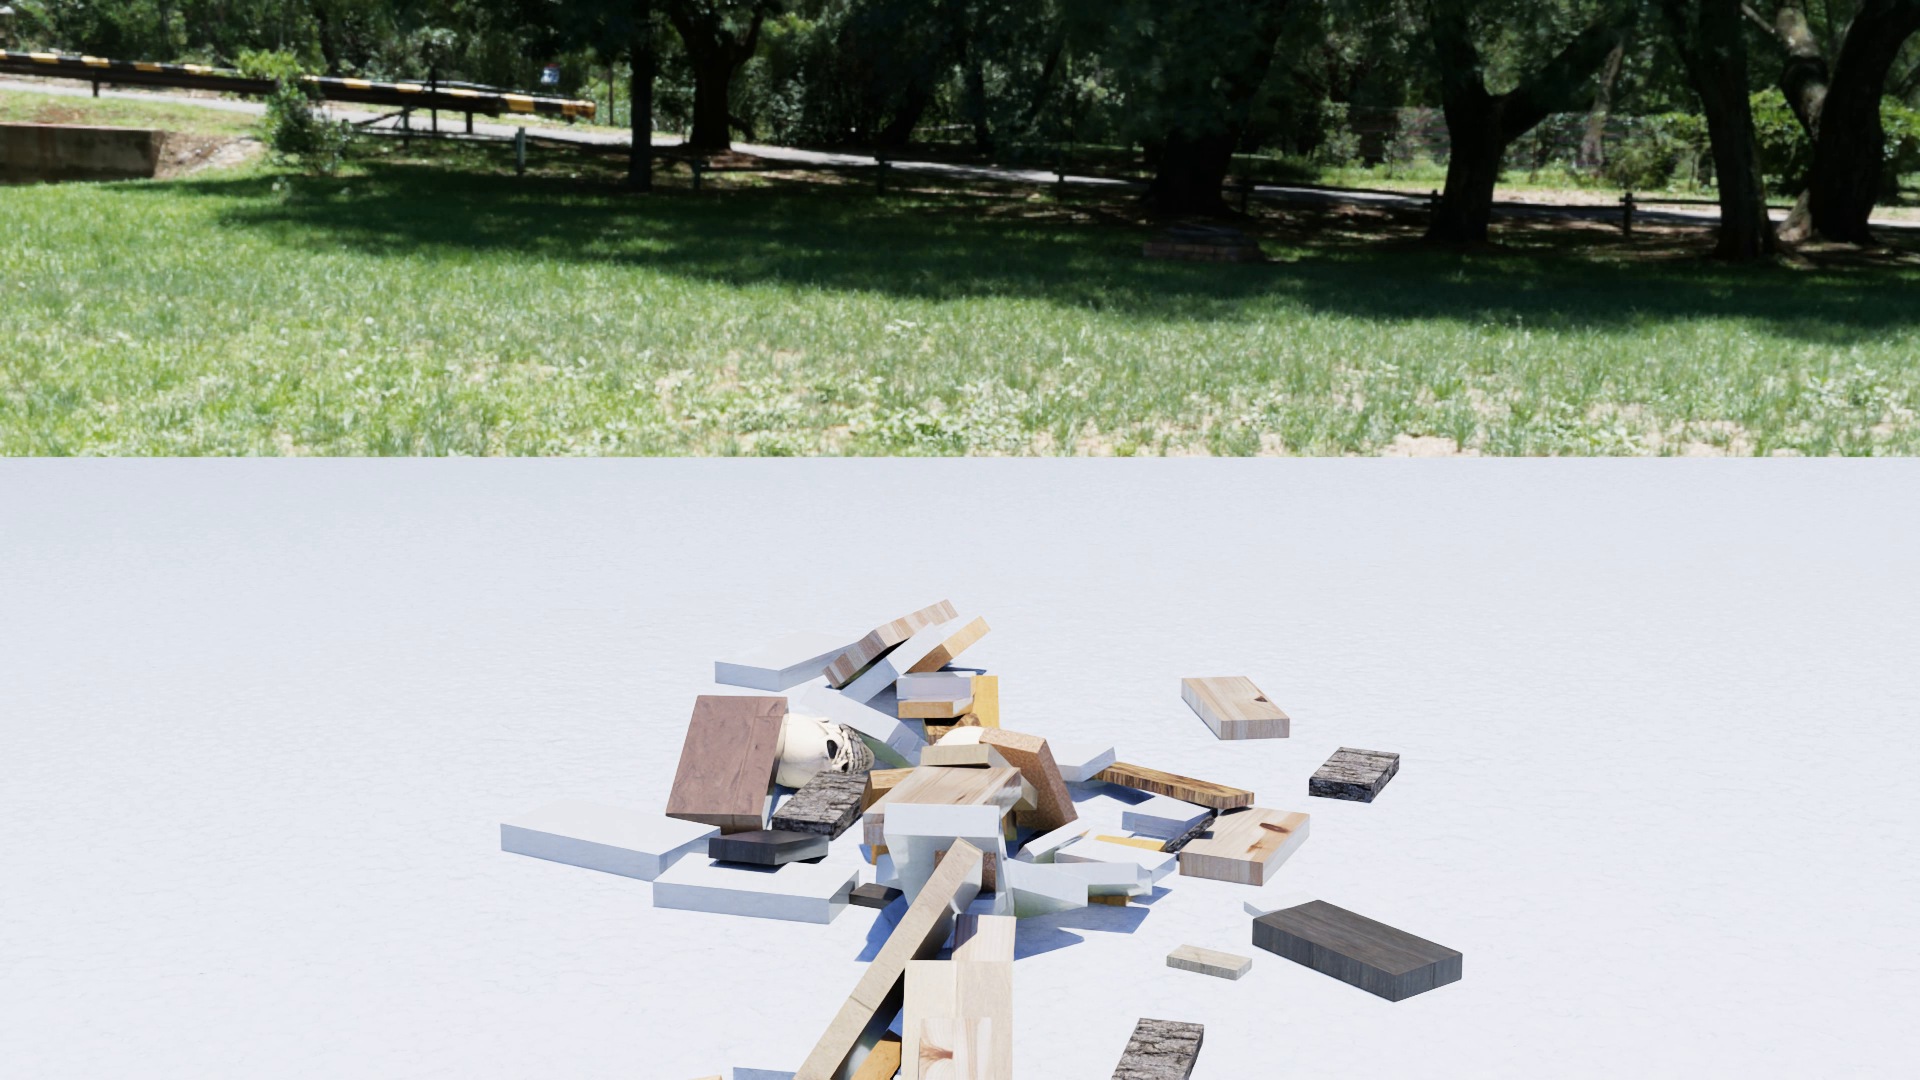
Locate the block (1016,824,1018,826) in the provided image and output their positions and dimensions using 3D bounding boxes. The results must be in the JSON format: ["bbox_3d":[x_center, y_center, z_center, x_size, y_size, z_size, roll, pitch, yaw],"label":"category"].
[{"bbox_3d":[0.098,0.511,4.054,0.098,0.014,0.049,-2,11,-13],"label":"block"}]

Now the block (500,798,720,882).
[{"bbox_3d":[-0.616,0.526,3.876,0.351,0.050,0.175,6,12,29],"label":"block"}]

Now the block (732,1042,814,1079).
[{"bbox_3d":[-0.214,0.710,2.960,0.166,0.023,0.083,2,11,11],"label":"block"}]

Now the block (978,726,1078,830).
[{"bbox_3d":[0.125,0.432,3.921,0.121,0.241,0.034,9,50,31],"label":"block"}]

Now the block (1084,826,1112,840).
[{"bbox_3d":[0.248,0.534,3.931,0.049,0.014,0.098,-1,11,-3],"label":"block"}]

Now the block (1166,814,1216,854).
[{"bbox_3d":[0.401,0.517,3.845,0.098,0.014,0.049,-37,-7,10],"label":"block"}]

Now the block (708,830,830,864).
[{"bbox_3d":[-0.325,0.525,3.767,0.121,0.034,0.241,3,-3,18],"label":"block"}]

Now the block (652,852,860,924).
[{"bbox_3d":[-0.336,0.574,3.635,0.305,0.043,0.153,3,11,16],"label":"block"}]

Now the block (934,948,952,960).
[{"bbox_3d":[0.002,0.565,2.912,0.078,0.022,0.191,0,-3,-3],"label":"block"}]

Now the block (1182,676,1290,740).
[{"bbox_3d":[0.594,0.363,4.778,0.148,0.042,0.368,-1,11,-7],"label":"block"}]

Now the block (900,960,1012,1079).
[{"bbox_3d":[-0.003,0.638,2.663,0.134,0.038,0.267,0,50,1],"label":"block"}]

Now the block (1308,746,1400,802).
[{"bbox_3d":[0.771,0.457,4.292,0.121,0.034,0.241,5,11,23],"label":"block"}]

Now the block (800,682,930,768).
[{"bbox_3d":[-0.163,0.386,4.352,0.175,0.050,0.351,42,-14,-31],"label":"block"}]

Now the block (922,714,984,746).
[{"bbox_3d":[-0.014,0.384,4.409,0.111,0.031,0.222,-1,6,-4],"label":"block"}]

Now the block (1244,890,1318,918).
[{"bbox_3d":[0.528,0.597,3.587,0.116,0.016,0.058,-5,12,-24],"label":"block"}]

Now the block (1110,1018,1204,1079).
[{"bbox_3d":[0.225,0.735,2.818,0.091,0.026,0.555,3,11,15],"label":"block"}]

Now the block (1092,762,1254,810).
[{"bbox_3d":[0.374,0.456,4.142,0.078,0.022,0.439,-3,6,-36],"label":"block"}]

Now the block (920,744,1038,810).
[{"bbox_3d":[0.035,0.408,3.757,0.121,0.034,0.241,-5,-27,22],"label":"block"}]

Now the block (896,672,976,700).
[{"bbox_3d":[-0.048,0.307,4.665,0.152,0.043,0.304,-1,-1,2],"label":"block"}]

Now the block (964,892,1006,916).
[{"bbox_3d":[0.015,0.499,3.013,0.083,0.023,0.166,0,-5,6],"label":"block"}]

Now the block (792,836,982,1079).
[{"bbox_3d":[-0.094,0.569,2.802,0.038,0.133,0.399,29,64,15],"label":"block"}]

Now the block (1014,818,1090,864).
[{"bbox_3d":[0.144,0.533,3.736,0.026,0.091,0.182,47,31,19],"label":"block"}]

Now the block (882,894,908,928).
[{"bbox_3d":[-0.080,0.597,3.502,0.060,0.017,0.120,-36,19,-10],"label":"block"}]

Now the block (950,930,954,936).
[{"bbox_3d":[-0.013,0.543,3.096,0.059,0.017,0.117,0,-5,7],"label":"block"}]

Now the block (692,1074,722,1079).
[{"bbox_3d":[-0.383,0.738,2.693,0.133,0.038,0.266,-11,9,10],"label":"block"}]

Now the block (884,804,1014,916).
[{"bbox_3d":[-0.008,0.481,3.183,0.153,0.043,0.564,1,-22,4],"label":"block"}]

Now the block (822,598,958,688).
[{"bbox_3d":[-0.159,0.240,5.134,0.180,0.051,0.359,-39,-9,27],"label":"block"}]

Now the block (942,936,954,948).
[{"bbox_3d":[-0.008,0.551,3.015,0.058,0.017,0.117,0,-11,-2],"label":"block"}]

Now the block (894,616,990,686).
[{"bbox_3d":[-0.040,0.264,5.066,0.152,0.043,0.304,-38,-3,20],"label":"block"}]

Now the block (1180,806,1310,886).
[{"bbox_3d":[0.503,0.533,3.862,0.148,0.042,0.295,5,12,24],"label":"block"}]

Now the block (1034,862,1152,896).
[{"bbox_3d":[0.179,0.552,3.566,0.245,0.035,0.122,-4,-18,15],"label":"block"}]

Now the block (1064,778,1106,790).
[{"bbox_3d":[0.229,0.464,4.305,0.056,0.016,0.112,-7,13,-34],"label":"block"}]

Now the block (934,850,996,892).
[{"bbox_3d":[0.009,0.481,3.094,0.083,0.023,0.245,2,-22,2],"label":"block"}]

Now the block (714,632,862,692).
[{"bbox_3d":[-0.398,0.284,5.179,0.180,0.051,0.359,6,12,29],"label":"block"}]

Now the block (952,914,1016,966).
[{"bbox_3d":[0.028,0.542,2.808,0.078,0.022,0.156,3,35,3],"label":"block"}]

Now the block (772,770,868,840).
[{"bbox_3d":[-0.246,0.490,4.066,0.121,0.034,0.241,3,15,18],"label":"block"}]

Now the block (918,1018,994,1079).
[{"bbox_3d":[-0.004,0.622,2.520,0.085,0.024,0.298,-1,12,0],"label":"block"}]

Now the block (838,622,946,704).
[{"bbox_3d":[-0.163,0.289,4.870,0.180,0.051,0.359,-38,-1,18],"label":"block"}]

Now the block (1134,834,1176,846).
[{"bbox_3d":[0.343,0.537,3.909,0.058,0.016,0.116,9,14,39],"label":"block"}]

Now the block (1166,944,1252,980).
[{"bbox_3d":[0.379,0.642,3.344,0.116,0.016,0.058,6,12,30],"label":"block"}]

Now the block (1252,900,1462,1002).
[{"bbox_3d":[0.605,0.625,3.365,0.148,0.042,0.295,-8,13,-36],"label":"block"}]

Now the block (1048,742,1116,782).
[{"bbox_3d":[0.180,0.427,4.271,0.222,0.031,0.111,0,16,41],"label":"block"}]

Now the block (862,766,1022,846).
[{"bbox_3d":[-0.023,0.420,3.489,0.173,0.049,0.346,0,6,13],"label":"block"}]

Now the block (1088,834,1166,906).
[{"bbox_3d":[0.258,0.560,3.737,0.122,0.035,0.245,4,11,20],"label":"block"}]

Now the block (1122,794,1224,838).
[{"bbox_3d":[0.402,0.498,4.007,0.122,0.035,0.245,6,7,29],"label":"block"}]

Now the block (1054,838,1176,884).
[{"bbox_3d":[0.260,0.538,3.689,0.182,0.026,0.091,6,12,30],"label":"block"}]

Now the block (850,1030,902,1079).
[{"bbox_3d":[-0.131,0.693,2.659,0.038,0.133,0.266,31,8,7],"label":"block"}]

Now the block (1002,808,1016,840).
[{"bbox_3d":[0.002,0.485,3.760,0.173,0.049,0.347,-1,-9,4],"label":"block"}]

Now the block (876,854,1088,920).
[{"bbox_3d":[0.036,0.530,3.412,0.305,0.043,0.153,21,-28,-37],"label":"block"}]

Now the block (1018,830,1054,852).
[{"bbox_3d":[0.146,0.538,3.912,0.049,0.014,0.098,5,11,23],"label":"block"}]

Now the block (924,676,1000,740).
[{"bbox_3d":[0.007,0.378,4.693,0.152,0.043,0.558,0,11,0],"label":"block"}]

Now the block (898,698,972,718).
[{"bbox_3d":[-0.048,0.341,4.493,0.111,0.031,0.222,-1,-1,10],"label":"block"}]

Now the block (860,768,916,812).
[{"bbox_3d":[-0.047,0.441,3.885,0.241,0.034,0.121,-3,-31,-14],"label":"block"}]

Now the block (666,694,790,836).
[{"bbox_3d":[-0.430,0.417,4.107,0.175,0.050,0.351,1,33,4],"label":"block"}]

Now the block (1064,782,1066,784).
[{"bbox_3d":[0.146,0.472,4.152,0.078,0.022,0.156,8,2,14],"label":"block"}]

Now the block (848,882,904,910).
[{"bbox_3d":[-0.113,0.590,3.619,0.125,0.018,0.063,5,12,25],"label":"block"}]

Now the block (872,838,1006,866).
[{"bbox_3d":[-0.030,0.509,3.595,0.173,0.049,0.346,-2,-9,7],"label":"block"}]
